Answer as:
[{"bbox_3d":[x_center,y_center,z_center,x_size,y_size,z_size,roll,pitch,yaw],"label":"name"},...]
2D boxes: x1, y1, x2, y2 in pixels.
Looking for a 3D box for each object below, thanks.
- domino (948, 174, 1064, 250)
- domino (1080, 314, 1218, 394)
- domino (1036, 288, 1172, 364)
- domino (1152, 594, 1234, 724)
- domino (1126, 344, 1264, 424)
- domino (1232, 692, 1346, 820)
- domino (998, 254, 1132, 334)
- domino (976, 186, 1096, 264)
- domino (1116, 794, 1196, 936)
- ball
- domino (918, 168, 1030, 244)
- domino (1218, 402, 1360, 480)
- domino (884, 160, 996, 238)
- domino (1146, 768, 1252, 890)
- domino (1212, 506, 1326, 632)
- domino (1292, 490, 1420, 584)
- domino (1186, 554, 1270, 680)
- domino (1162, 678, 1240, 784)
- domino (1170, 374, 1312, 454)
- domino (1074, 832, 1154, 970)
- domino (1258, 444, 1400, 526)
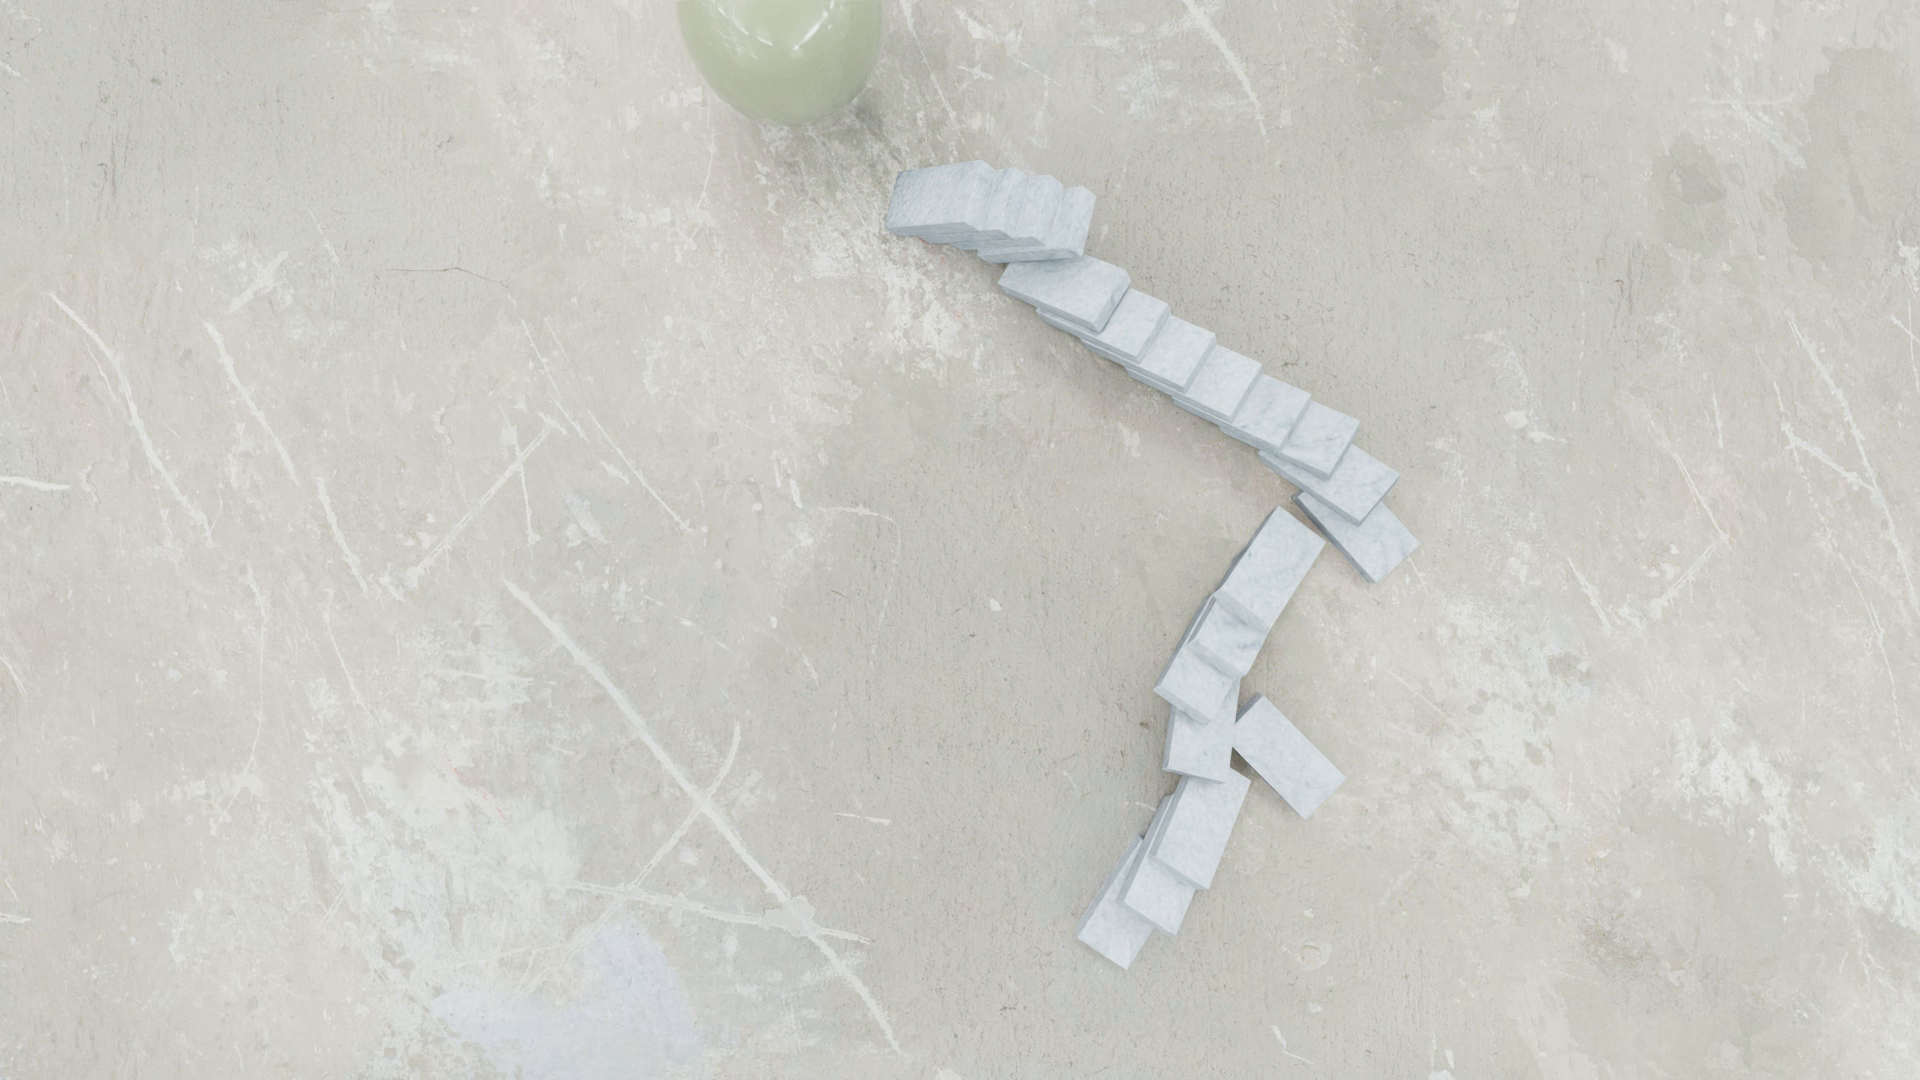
[{"bbox_3d":[0.018,-0.135,0.379,0.050,0.009,0.025,15,90,44],"label":"domino"},{"bbox_3d":[0.079,-0.084,0.385,0.050,0.010,0.025,31,90,25],"label":"domino"},{"bbox_3d":[0.060,-0.096,0.385,0.050,0.010,0.025,31,90,25],"label":"domino"},{"bbox_3d":[0.104,0.049,0.385,0.025,0.010,0.050,35,65,4],"label":"domino"},{"bbox_3d":[0.098,-0.071,0.385,0.050,0.009,0.025,31,90,25],"label":"domino"},{"bbox_3d":[0.138,0.093,0.395,0.025,0.010,0.050,-45,90,0],"label":"domino"},{"bbox_3d":[0.043,-0.108,0.384,0.050,0.009,0.025,31,90,29],"label":"domino"},{"bbox_3d":[0.031,-0.129,0.379,0.050,0.009,0.025,12,88,44],"label":"domino"},{"bbox_3d":[0.088,0.136,0.385,0.025,0.010,0.050,33,65,0],"label":"domino"},{"bbox_3d":[-0.070,-0.206,0.360,0.080,0.080,0.080,0,90,0],"label":"ball"},{"bbox_3d":[0.004,-0.138,0.379,0.050,0.010,0.025,15,90,44],"label":"domino"},{"bbox_3d":[0.138,-0.048,0.385,0.050,0.009,0.025,30,89,25],"label":"domino"},{"bbox_3d":[-0.009,-0.141,0.379,0.050,0.010,0.025,15,90,44],"label":"domino"},{"bbox_3d":[0.101,0.117,0.385,0.025,0.009,0.050,32,65,0],"label":"domino"},{"bbox_3d":[0.130,0.012,0.384,0.025,0.010,0.050,39,66,6],"label":"domino"},{"bbox_3d":[0.170,-0.008,0.395,0.025,0.009,0.050,-42,90,0],"label":"domino"},{"bbox_3d":[0.118,0.031,0.385,0.025,0.010,0.050,35,65,4],"label":"domino"},{"bbox_3d":[0.102,0.075,0.387,0.025,0.009,0.050,14,70,0],"label":"domino"},{"bbox_3d":[0.118,-0.059,0.385,0.050,0.010,0.025,31,90,25],"label":"domino"},{"bbox_3d":[0.074,0.156,0.395,0.025,0.010,0.050,33,90,0],"label":"domino"},{"bbox_3d":[0.154,-0.031,0.386,0.050,0.009,0.025,40,90,24],"label":"domino"}]
